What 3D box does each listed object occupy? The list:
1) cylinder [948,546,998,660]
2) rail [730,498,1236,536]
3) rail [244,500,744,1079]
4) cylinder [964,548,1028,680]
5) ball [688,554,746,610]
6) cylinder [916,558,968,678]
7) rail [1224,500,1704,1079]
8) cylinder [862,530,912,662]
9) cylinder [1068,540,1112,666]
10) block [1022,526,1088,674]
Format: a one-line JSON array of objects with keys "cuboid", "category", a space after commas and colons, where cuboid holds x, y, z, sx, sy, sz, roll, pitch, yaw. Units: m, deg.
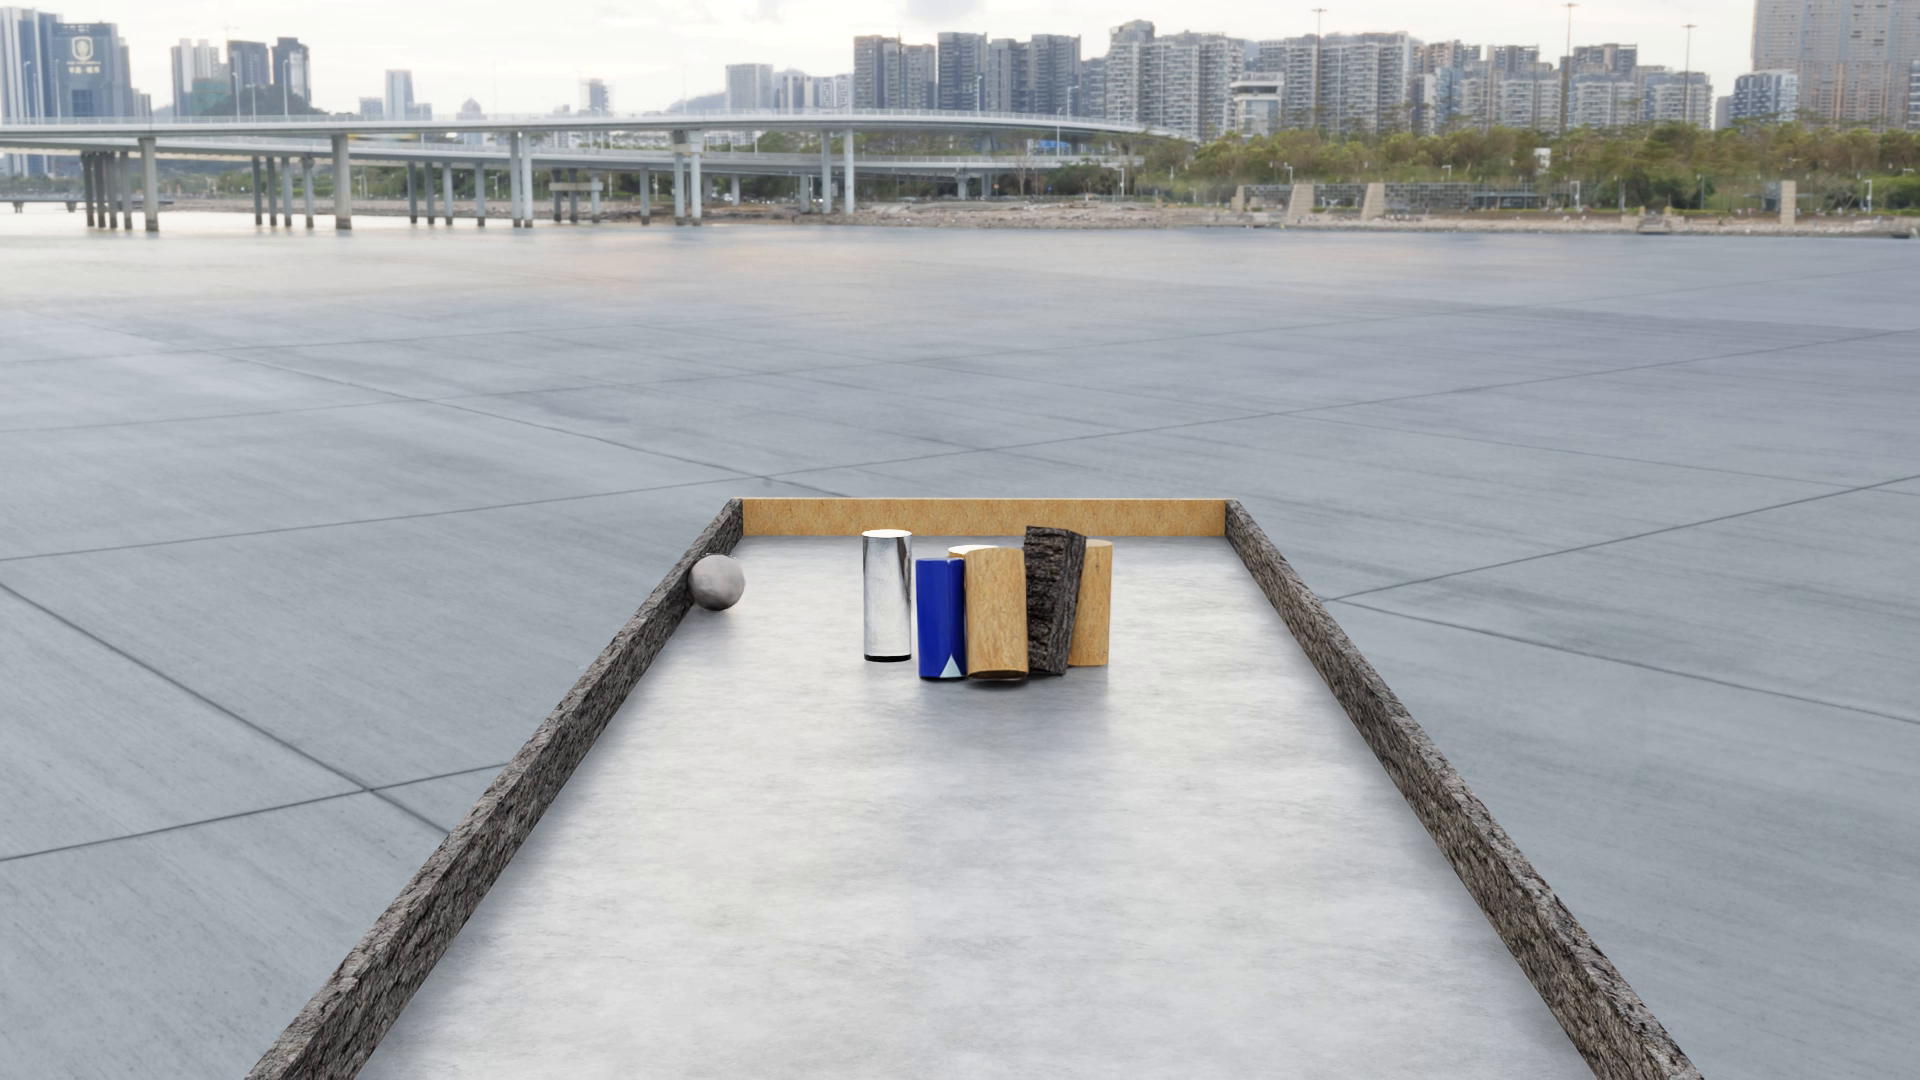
[{"cuboid": [0.049, 0.195, 6.702, 0.170, 0.336, 0.170, 0, 9, 0], "category": "cylinder"}, {"cuboid": [0.099, -0.098, 9.147, 2.100, 0.150, 0.050, 0, 9, 1], "category": "rail"}, {"cuboid": [-1.004, 0.839, 3.234, 0.050, 0.150, 12.000, 0, 9, 1], "category": "rail"}, {"cuboid": [0.106, 0.215, 6.384, 0.176, 0.358, 0.176, -1, -12, 0], "category": "cylinder"}, {"cuboid": [-0.827, 0.145, 7.480, 0.193, 0.193, 0.193, 0, 9, 0], "category": "ball"}, {"cuboid": [-0.055, 0.226, 6.449, 0.144, 0.340, 0.144, -2, 2, 0], "category": "cylinder"}, {"cuboid": [1.046, 0.843, 3.208, 0.050, 0.150, 12.000, 0, 9, 1], "category": "rail"}, {"cuboid": [-0.222, 0.170, 6.707, 0.148, 0.385, 0.148, 0, 9, 0], "category": "cylinder"}, {"cuboid": [0.370, 0.187, 6.657, 0.173, 0.361, 0.173, 2, 7, 0], "category": "cylinder"}, {"cuboid": [0.254, 0.178, 6.493, 0.135, 0.414, 0.135, 6, -7, 31], "category": "block"}]
